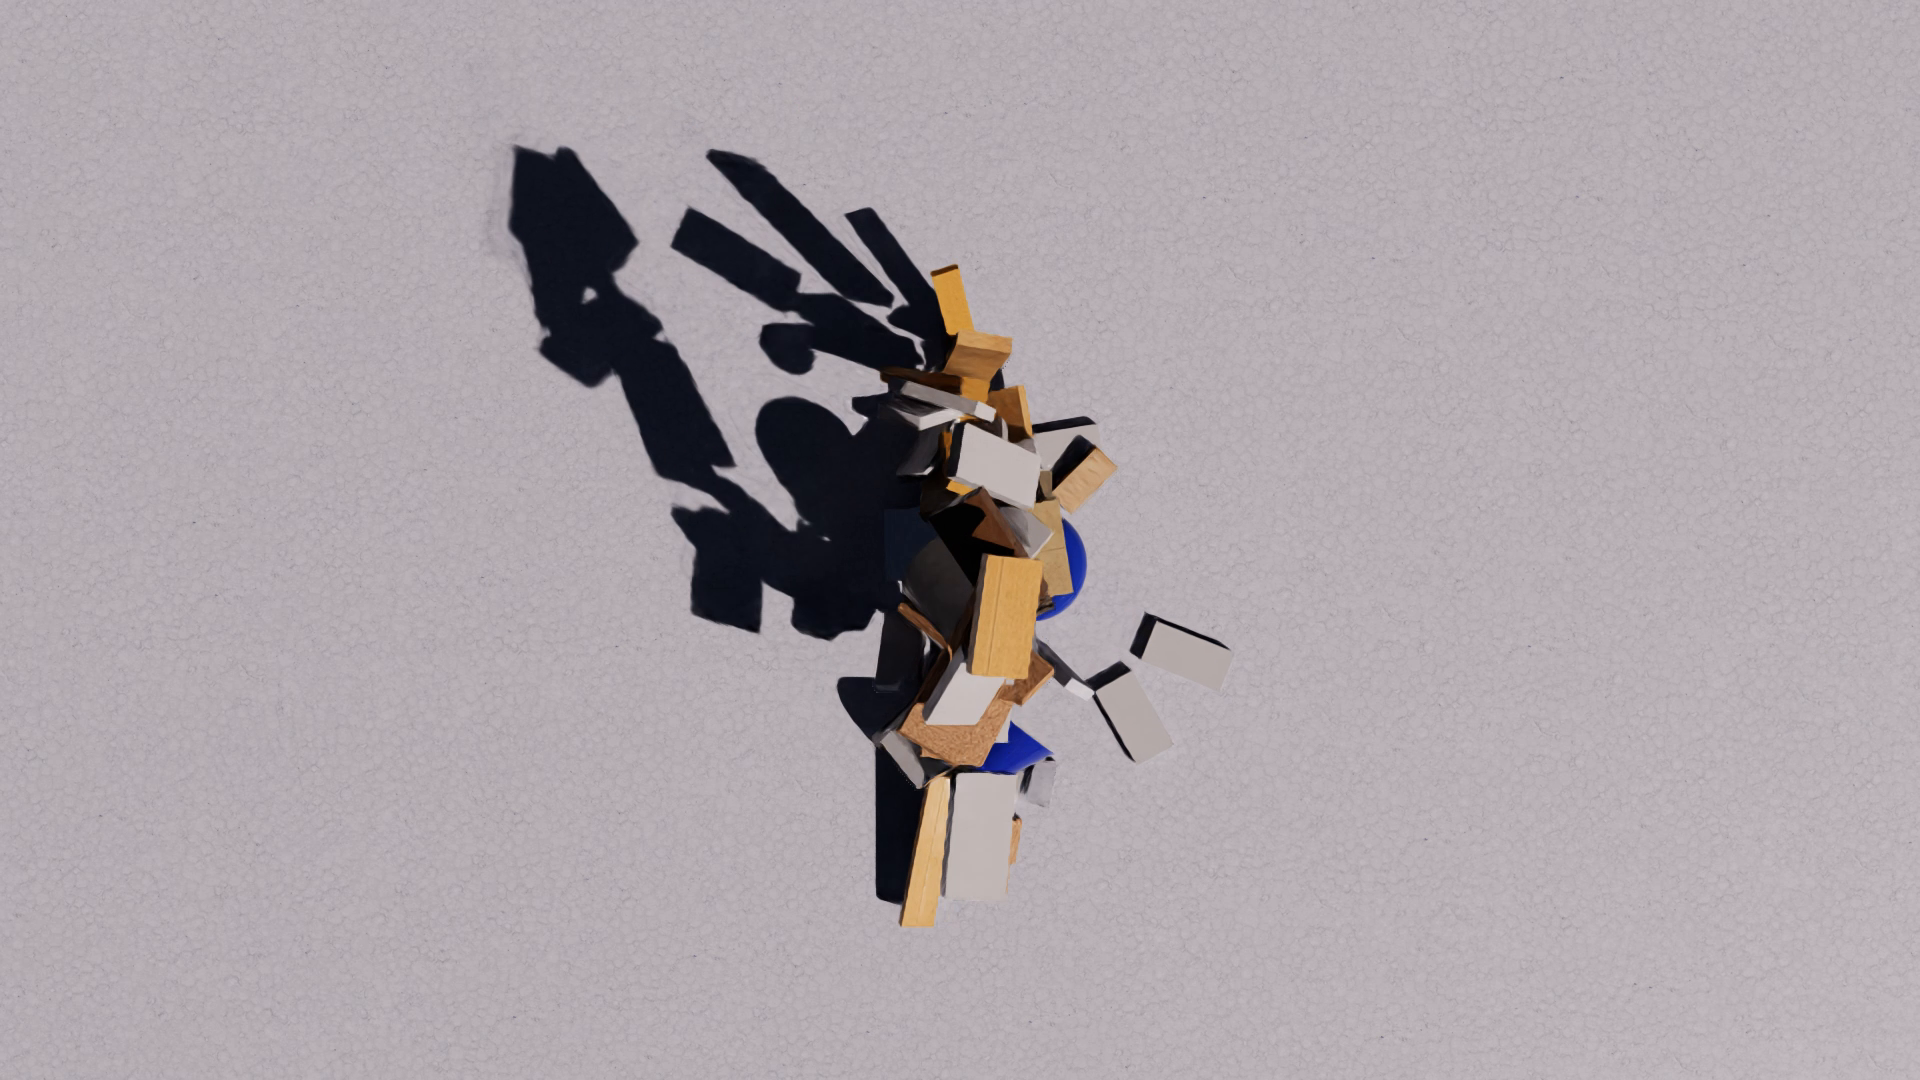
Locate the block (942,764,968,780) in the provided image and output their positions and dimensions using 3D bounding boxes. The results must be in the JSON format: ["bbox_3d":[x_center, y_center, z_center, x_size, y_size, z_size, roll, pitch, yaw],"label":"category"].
[{"bbox_3d":[0.011,0.601,4.987,0.128,0.036,0.256,19,76,3],"label":"block"}]

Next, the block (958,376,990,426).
[{"bbox_3d":[0.035,-0.464,5.411,0.103,0.029,0.207,19,129,12],"label":"block"}]

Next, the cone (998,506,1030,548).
[{"bbox_3d":[0.161,-0.003,4.620,0.147,0.147,0.147,-9,111,-25],"label":"cone"}]

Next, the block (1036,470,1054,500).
[{"bbox_3d":[0.241,-0.110,5.262,0.111,0.031,0.222,0,81,1],"label":"block"}]

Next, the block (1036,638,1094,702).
[{"bbox_3d":[0.305,0.405,5.350,0.040,0.142,0.284,-52,48,5],"label":"block"}]

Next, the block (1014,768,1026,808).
[{"bbox_3d":[0.180,0.831,5.461,0.021,0.075,0.149,15,90,15],"label":"block"}]

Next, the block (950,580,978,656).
[{"bbox_3d":[0.082,0.175,3.935,0.137,0.039,0.274,3,135,-21],"label":"block"}]

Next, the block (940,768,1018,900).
[{"bbox_3d":[0.051,0.812,4.547,0.174,0.049,0.348,5,91,-18],"label":"block"}]

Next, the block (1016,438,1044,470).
[{"bbox_3d":[0.156,-0.247,5.379,0.218,0.031,0.109,-19,72,19],"label":"block"}]

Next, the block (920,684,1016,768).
[{"bbox_3d":[0.018,0.479,4.341,0.171,0.342,0.048,12,51,-8],"label":"block"}]

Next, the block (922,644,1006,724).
[{"bbox_3d":[0.021,0.345,3.915,0.137,0.275,0.039,3,49,-25],"label":"block"}]

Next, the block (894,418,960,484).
[{"bbox_3d":[-0.102,-0.293,5.379,0.036,0.129,0.257,54,50,-33],"label":"block"}]

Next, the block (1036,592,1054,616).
[{"bbox_3d":[0.156,0.110,5.173,0.153,0.043,0.307,-28,101,6],"label":"block"}]

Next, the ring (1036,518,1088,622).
[{"bbox_3d":[0.228,0.080,5.438,0.384,0.128,0.384,0,91,1],"label":"ring"}]

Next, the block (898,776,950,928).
[{"bbox_3d":[-0.087,0.967,5.359,0.110,0.031,0.624,6,103,-21],"label":"block"}]

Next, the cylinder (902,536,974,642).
[{"bbox_3d":[0.021,0.162,4.913,0.277,0.277,0.277,-43,59,0],"label":"cylinder"}]

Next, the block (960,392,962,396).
[{"bbox_3d":[-0.108,-0.493,5.307,0.207,0.104,0.029,2,114,-17],"label":"block"}]

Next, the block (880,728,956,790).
[{"bbox_3d":[-0.090,0.599,4.771,0.049,0.348,0.174,-43,80,20],"label":"block"}]

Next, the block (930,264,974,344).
[{"bbox_3d":[-0.017,-0.742,5.298,0.088,0.347,0.025,-18,52,-1],"label":"block"}]

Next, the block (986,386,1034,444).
[{"bbox_3d":[0.168,-0.359,5.441,0.140,0.040,0.281,-10,89,36],"label":"block"}]

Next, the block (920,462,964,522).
[{"bbox_3d":[-0.055,-0.174,5.279,0.133,0.266,0.038,-16,128,16],"label":"block"}]

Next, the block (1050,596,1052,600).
[{"bbox_3d":[0.243,0.082,5.284,0.111,0.031,0.222,1,92,0],"label":"block"}]

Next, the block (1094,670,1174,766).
[{"bbox_3d":[0.578,0.590,5.480,0.142,0.040,0.284,-30,90,0],"label":"block"}]

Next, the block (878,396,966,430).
[{"bbox_3d":[-0.111,-0.412,5.199,0.152,0.304,0.043,19,112,26],"label":"block"}]

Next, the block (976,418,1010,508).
[{"bbox_3d":[0.083,-0.237,5.351,0.153,0.043,0.312,-16,58,21],"label":"block"}]

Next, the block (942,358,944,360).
[{"bbox_3d":[0.010,-0.600,5.348,0.088,0.176,0.025,-15,99,17],"label":"block"}]

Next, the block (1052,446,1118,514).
[{"bbox_3d":[0.405,-0.200,5.443,0.218,0.031,0.109,-45,117,7],"label":"block"}]

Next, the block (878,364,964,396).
[{"bbox_3d":[-0.122,-0.512,5.270,0.259,0.104,0.029,11,113,3],"label":"block"}]

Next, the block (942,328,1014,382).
[{"bbox_3d":[0.045,-0.537,4.828,0.152,0.593,0.043,9,87,-4],"label":"block"}]

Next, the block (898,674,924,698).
[{"bbox_3d":[-0.055,0.472,4.815,0.174,0.348,0.049,27,86,17],"label":"block"}]

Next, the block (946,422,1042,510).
[{"bbox_3d":[0.096,-0.201,4.526,0.303,0.043,0.152,21,72,-40],"label":"block"}]

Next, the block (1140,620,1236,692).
[{"bbox_3d":[0.755,0.386,5.480,0.281,0.040,0.140,22,90,0],"label":"block"}]

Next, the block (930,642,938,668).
[{"bbox_3d":[-0.020,0.305,5.175,0.151,0.043,0.302,-3,92,4],"label":"block"}]

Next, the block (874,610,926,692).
[{"bbox_3d":[-0.178,0.336,5.067,0.133,0.038,0.266,-4,54,15],"label":"block"}]

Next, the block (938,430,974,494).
[{"bbox_3d":[0.006,-0.238,5.245,0.129,0.257,0.036,18,126,-22],"label":"block"}]

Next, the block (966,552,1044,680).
[{"bbox_3d":[0.101,0.174,3.754,0.137,0.039,0.274,6,94,-20],"label":"block"}]

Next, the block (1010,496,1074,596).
[{"bbox_3d":[0.258,0.027,5.208,0.153,0.043,0.307,-9,103,6],"label":"block"}]

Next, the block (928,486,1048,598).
[{"bbox_3d":[0.069,0.031,3.991,0.152,0.043,0.303,-26,107,27],"label":"block"}]

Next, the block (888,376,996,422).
[{"bbox_3d":[-0.056,-0.434,5.089,0.304,0.152,0.043,19,92,23],"label":"block"}]

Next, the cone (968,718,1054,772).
[{"bbox_3d":[0.087,0.653,4.849,0.272,0.272,0.272,38,88,0],"label":"cone"}]

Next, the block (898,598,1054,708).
[{"bbox_3d":[0.047,0.303,5.029,0.494,0.043,0.152,37,63,20],"label":"block"}]

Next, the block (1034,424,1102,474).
[{"bbox_3d":[0.329,-0.294,5.480,0.281,0.040,0.140,-9,90,0],"label":"block"}]

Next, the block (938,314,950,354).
[{"bbox_3d":[-0.033,-0.687,5.462,0.065,0.018,0.131,-5,100,-2],"label":"block"}]

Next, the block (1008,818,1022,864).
[{"bbox_3d":[0.167,0.998,5.463,0.021,0.075,0.149,10,90,35],"label":"block"}]

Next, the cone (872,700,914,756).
[{"bbox_3d":[-0.129,0.579,5.442,0.256,0.256,0.256,20,63,0],"label":"cone"}]

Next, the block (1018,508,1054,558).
[{"bbox_3d":[0.160,0.034,5.091,0.129,0.036,0.257,41,99,14],"label":"block"}]

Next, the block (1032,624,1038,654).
[{"bbox_3d":[0.169,0.315,5.081,0.133,0.038,0.266,0,57,-5],"label":"block"}]

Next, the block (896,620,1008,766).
[{"bbox_3d":[0.001,0.372,4.106,0.171,0.048,0.342,32,74,-8],"label":"block"}]

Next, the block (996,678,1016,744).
[{"bbox_3d":[0.053,0.414,4.341,0.171,0.342,0.048,7,51,2],"label":"block"}]

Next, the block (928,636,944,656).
[{"bbox_3d":[0.001,0.352,5.095,0.128,0.036,0.256,-29,71,4],"label":"block"}]

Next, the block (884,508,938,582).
[{"bbox_3d":[-0.121,0.012,5.381,0.231,0.231,0.231,-3,90,2],"label":"block"}]

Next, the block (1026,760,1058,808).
[{"bbox_3d":[0.271,0.803,5.464,0.075,0.021,0.149,12,75,8],"label":"block"}]

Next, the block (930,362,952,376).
[{"bbox_3d":[-0.031,-0.505,5.488,0.176,0.025,0.088,38,90,0],"label":"block"}]
